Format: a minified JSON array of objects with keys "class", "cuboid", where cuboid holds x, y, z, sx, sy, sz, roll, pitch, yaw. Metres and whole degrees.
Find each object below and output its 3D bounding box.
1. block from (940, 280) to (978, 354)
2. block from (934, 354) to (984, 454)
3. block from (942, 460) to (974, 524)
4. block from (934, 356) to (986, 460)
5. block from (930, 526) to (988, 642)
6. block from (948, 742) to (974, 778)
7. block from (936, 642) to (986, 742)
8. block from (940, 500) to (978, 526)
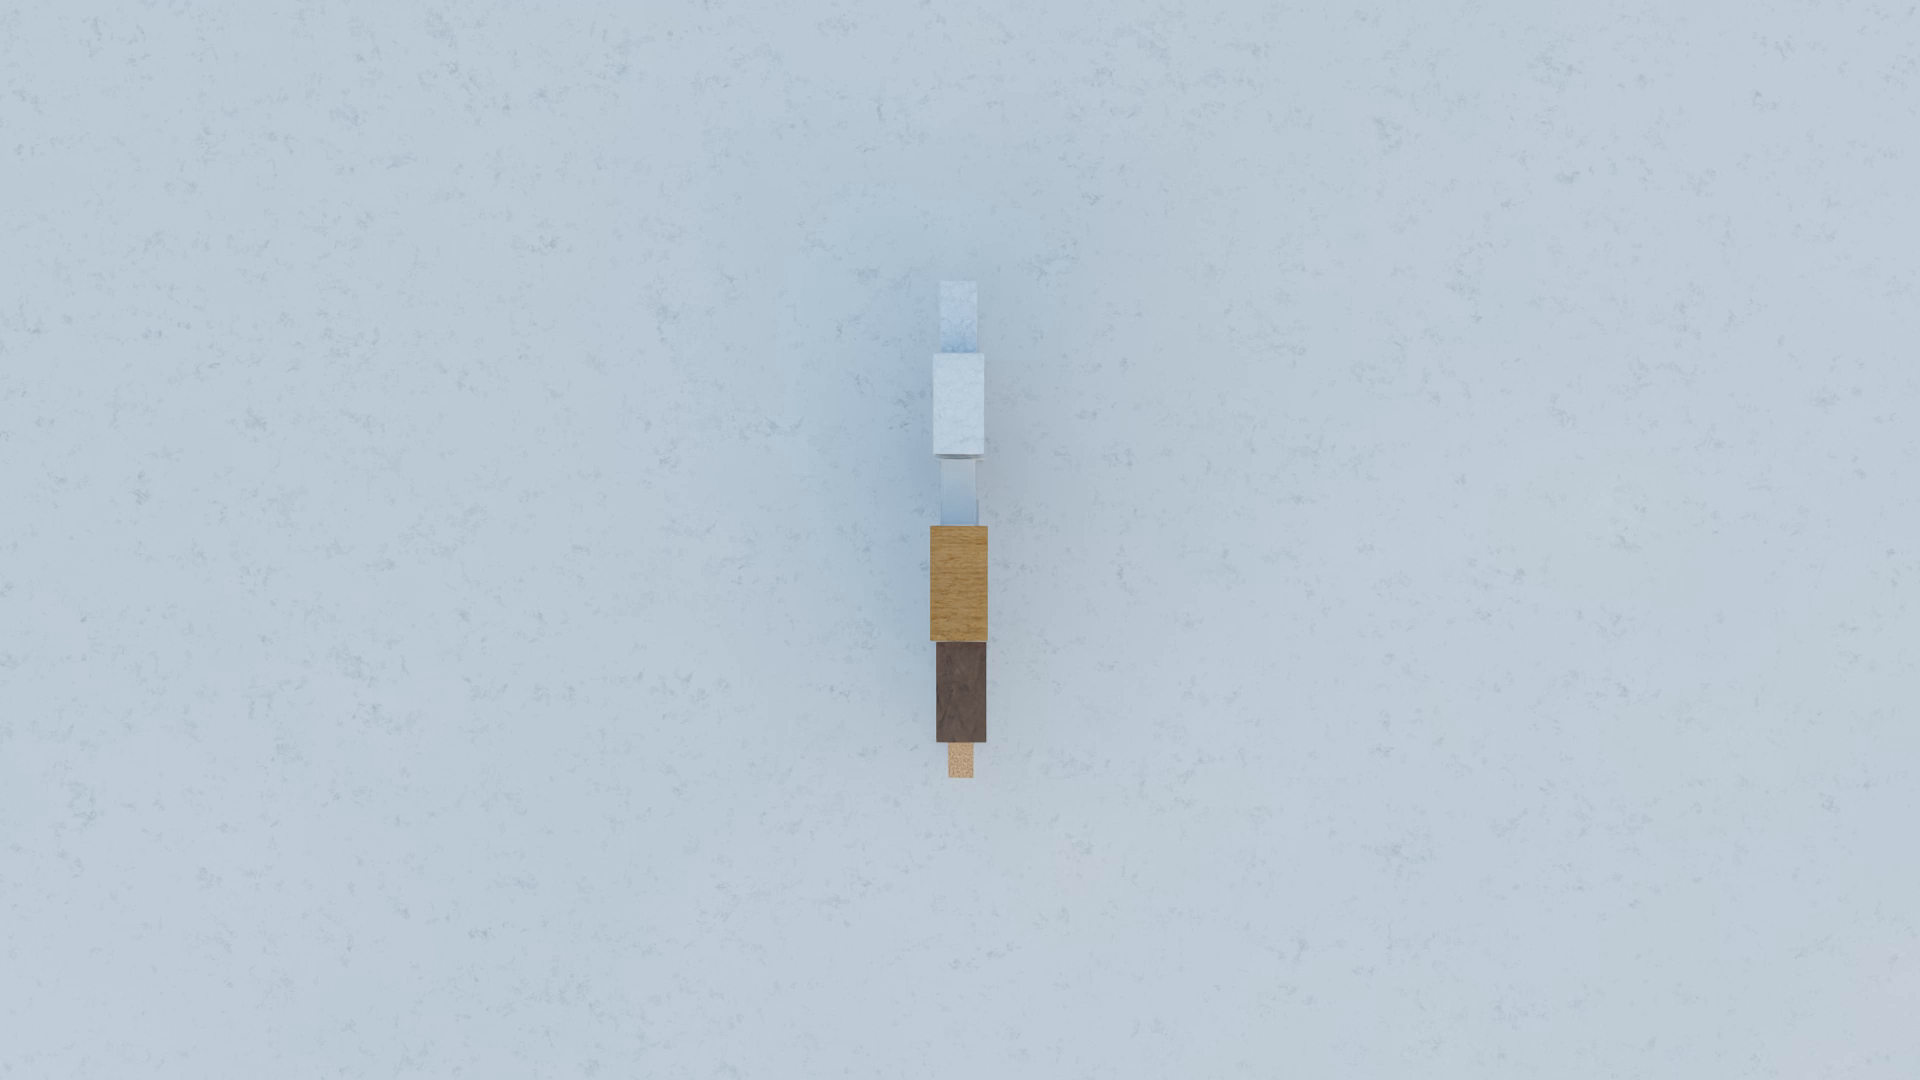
[{"class":"block","cuboid":[-0.004,-0.658,4.898,0.109,0.031,0.219,0,90,0]},{"class":"block","cuboid":[-0.003,-0.397,4.818,0.147,0.042,0.293,0,90,0]},{"class":"block","cuboid":[-0.005,-0.146,5.010,0.099,0.028,0.198,0,90,0]},{"class":"block","cuboid":[-0.003,-0.414,5.155,0.161,0.046,0.322,0,90,0]},{"class":"block","cuboid":[-0.003,0.127,4.859,0.169,0.048,0.338,0,90,0]},{"class":"block","cuboid":[0.003,0.686,5.326,0.081,0.023,0.163,0,90,0]},{"class":"block","cuboid":[0.004,0.451,4.899,0.149,0.042,0.298,0,90,0]},{"class":"block","cuboid":[-0.001,-0.006,5.239,0.122,0.035,0.244,0,90,0]}]
